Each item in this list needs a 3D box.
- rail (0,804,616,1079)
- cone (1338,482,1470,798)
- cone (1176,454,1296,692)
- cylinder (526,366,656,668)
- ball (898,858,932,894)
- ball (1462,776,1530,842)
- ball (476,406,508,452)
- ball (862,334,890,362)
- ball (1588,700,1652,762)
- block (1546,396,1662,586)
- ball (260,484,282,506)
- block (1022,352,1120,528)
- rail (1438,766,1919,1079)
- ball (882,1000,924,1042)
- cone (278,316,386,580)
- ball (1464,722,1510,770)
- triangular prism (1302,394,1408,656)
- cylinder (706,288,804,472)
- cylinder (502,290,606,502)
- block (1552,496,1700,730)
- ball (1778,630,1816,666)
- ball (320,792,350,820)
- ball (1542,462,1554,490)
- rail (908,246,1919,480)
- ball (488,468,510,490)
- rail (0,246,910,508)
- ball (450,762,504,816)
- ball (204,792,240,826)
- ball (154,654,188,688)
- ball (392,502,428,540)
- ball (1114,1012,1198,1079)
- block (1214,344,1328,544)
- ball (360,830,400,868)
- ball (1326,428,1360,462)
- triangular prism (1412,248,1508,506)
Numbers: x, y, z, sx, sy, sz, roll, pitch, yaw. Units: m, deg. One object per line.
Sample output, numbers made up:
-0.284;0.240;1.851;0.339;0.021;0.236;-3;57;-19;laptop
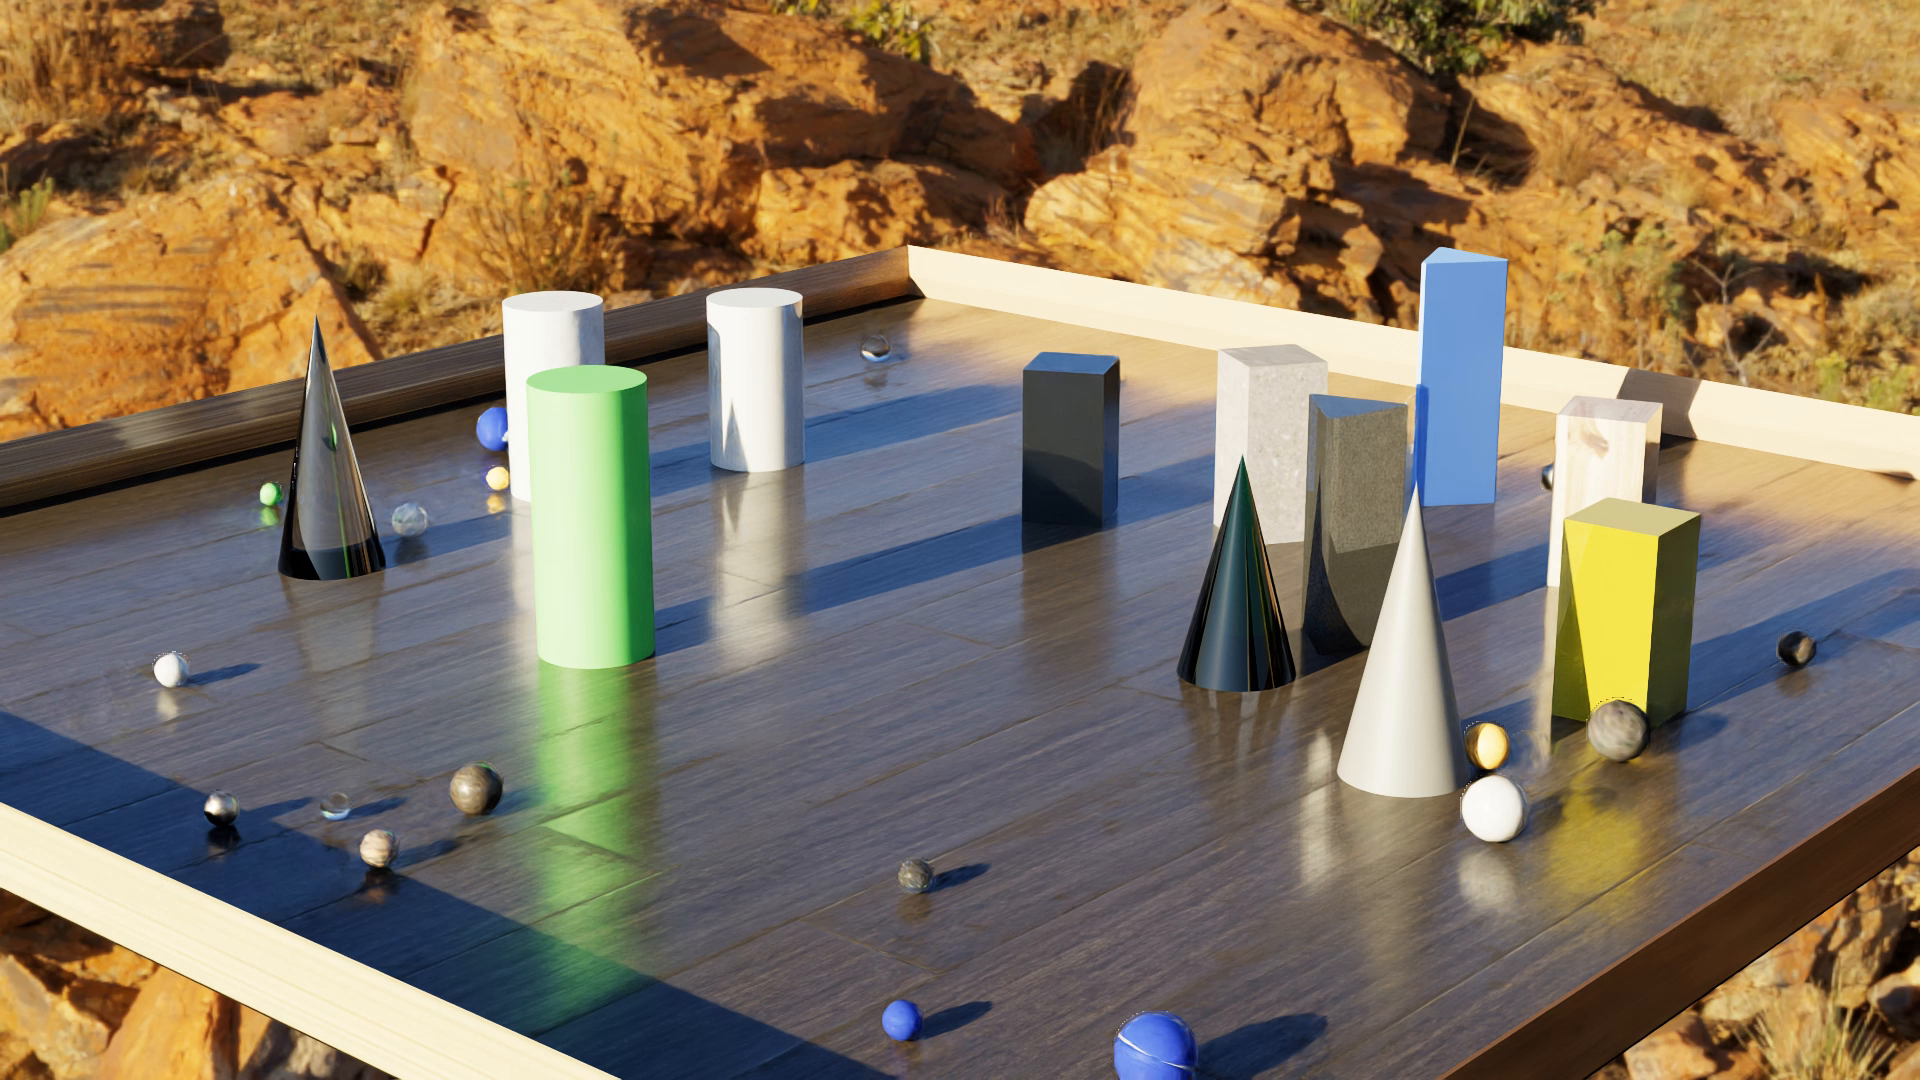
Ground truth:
-1.172;0.421;3.829;3.495;0.125;0.045;14;22;39;rail
0.651;0.129;4.246;0.193;0.445;0.193;0;17;0;cone
0.447;0.037;4.686;0.193;0.367;0.193;0;17;0;cone
-0.600;-0.039;4.779;0.193;0.459;0.193;0;17;0;cylinder
-0.059;0.446;3.889;0.045;0.045;0.045;0;17;0;ball
0.741;0.372;4.053;0.092;0.092;0.092;0;17;0;ball
-0.950;-0.229;6.042;0.093;0.093;0.093;0;17;0;ball
-0.195;-0.443;6.802;0.065;0.065;0.065;0;17;0;ball
0.978;0.283;4.349;0.092;0.092;0.092;0;17;0;ball
1.138;-0.081;5.175;0.154;0.310;0.154;7;18;22;block
-1.330;-0.088;5.661;0.043;0.043;0.043;0;17;0;ball
0.211;-0.193;5.571;0.154;0.296;0.154;4;17;14;block
1.302;0.358;4.038;0.045;0.125;3.621;14;22;39;rail
-0.068;0.569;3.475;0.048;0.048;0.048;0;17;0;ball
-1.135;-0.179;5.232;0.193;0.466;0.193;0;17;0;cone
0.775;0.304;4.315;0.070;0.070;0.070;0;17;0;ball
0.622;-0.033;4.861;0.167;0.401;0.145;-11;20;-32;triangular prism
-0.413;-0.326;5.944;0.193;0.336;0.193;0;17;0;cylinder
-0.786;-0.280;5.717;0.193;0.379;0.193;0;17;0;cylinder
1.026;0.115;4.518;0.154;0.316;0.154;12;21;35;block
1.359;0.175;4.761;0.059;0.059;0.059;0;17;0;ball
-0.880;0.375;4.131;0.041;0.041;0.041;0;17;0;ball
1.171;-0.124;5.756;0.058;0.058;0.058;0;17;0;ball
1.172;-0.358;6.412;3.495;0.125;0.045;14;22;39;rail
-0.906;-0.120;5.759;0.046;0.046;0.046;0;17;0;ball
-1.302;-0.295;6.202;0.045;0.125;3.621;14;22;39;rail
-0.684;0.353;4.149;0.074;0.074;0.074;0;17;0;ball
-1.035;0.377;4.112;0.048;0.048;0.048;0;17;0;ball
-1.254;0.208;4.664;0.053;0.053;0.053;0;17;0;ball
-1.021;-0.035;5.446;0.067;0.067;0.067;0;17;0;ball
0.223;0.586;3.335;0.097;0.097;0.097;0;17;0;ball
0.576;-0.178;5.449;0.154;0.338;0.154;-5;17;-16;block
-0.786;0.418;3.969;0.052;0.052;0.052;0;17;0;ball
0.779;-0.194;5.967;0.070;0.070;0.070;0;17;0;ball
0.943;-0.318;5.674;0.167;0.477;0.145;-3;17;-9;triangular prism
